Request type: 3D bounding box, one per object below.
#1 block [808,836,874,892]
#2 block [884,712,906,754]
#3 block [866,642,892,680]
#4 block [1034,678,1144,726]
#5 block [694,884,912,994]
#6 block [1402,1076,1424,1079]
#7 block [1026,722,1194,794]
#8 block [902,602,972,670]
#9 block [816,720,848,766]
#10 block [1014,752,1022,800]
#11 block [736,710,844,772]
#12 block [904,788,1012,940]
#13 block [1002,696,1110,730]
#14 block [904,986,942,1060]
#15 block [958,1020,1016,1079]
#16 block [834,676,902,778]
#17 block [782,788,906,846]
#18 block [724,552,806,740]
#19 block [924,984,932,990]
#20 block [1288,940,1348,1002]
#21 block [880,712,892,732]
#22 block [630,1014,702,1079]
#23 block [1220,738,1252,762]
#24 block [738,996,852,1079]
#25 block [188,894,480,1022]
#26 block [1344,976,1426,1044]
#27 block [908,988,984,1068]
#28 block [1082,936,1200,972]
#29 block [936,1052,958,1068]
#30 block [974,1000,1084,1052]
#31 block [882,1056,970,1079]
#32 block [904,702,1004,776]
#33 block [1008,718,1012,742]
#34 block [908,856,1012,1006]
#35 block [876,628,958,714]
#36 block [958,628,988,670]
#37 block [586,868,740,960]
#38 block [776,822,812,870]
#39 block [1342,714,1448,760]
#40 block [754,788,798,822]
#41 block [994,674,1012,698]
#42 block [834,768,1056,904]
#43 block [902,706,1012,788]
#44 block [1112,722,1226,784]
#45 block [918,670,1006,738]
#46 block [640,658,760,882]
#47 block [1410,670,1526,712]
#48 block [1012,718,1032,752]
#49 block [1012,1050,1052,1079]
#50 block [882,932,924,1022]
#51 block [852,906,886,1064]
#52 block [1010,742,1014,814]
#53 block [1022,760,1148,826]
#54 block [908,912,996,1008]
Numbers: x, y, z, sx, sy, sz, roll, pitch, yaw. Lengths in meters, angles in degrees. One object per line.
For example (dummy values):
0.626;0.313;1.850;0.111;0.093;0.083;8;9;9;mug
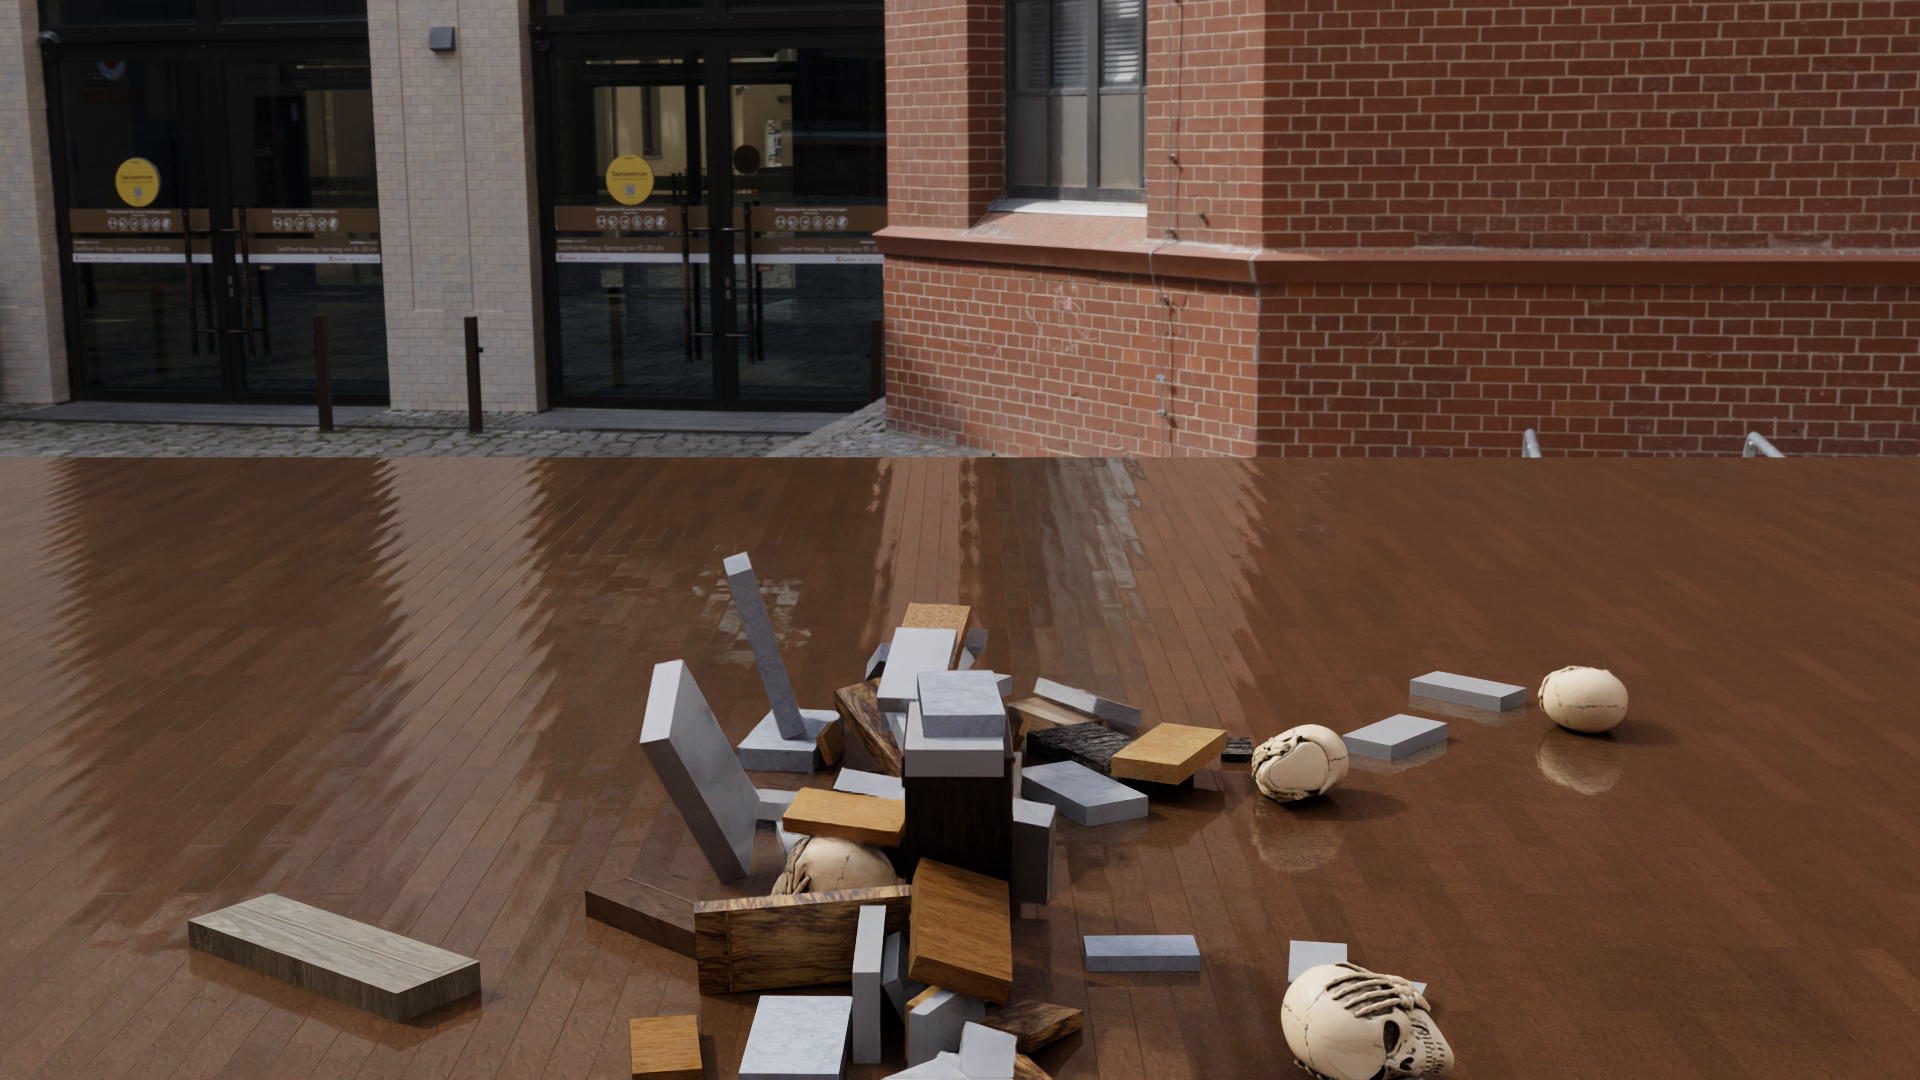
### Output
-0.193;0.518;3.587;0.095;0.190;0.027;1;45;3;block
-0.032;0.333;4.034;0.177;0.050;0.355;-3;16;-9;block
-0.113;0.262;4.553;0.135;0.038;0.281;8;-13;-7;block
0.274;0.347;4.730;0.122;0.035;0.244;18;-2;-29;block
-0.218;0.591;3.260;0.343;0.131;0.037;-4;17;-7;block
0.493;0.736;2.812;0.274;0.026;0.092;-4;11;-20;block
0.296;0.435;4.385;0.155;0.044;0.359;-6;12;-30;block
-0.058;0.204;4.223;0.122;0.035;0.244;3;31;10;block
-0.261;0.411;4.458;0.017;0.062;0.123;-20;7;12;block
0.017;0.485;3.813;0.177;0.050;0.355;0;28;2;block
-0.345;0.410;4.520;0.155;0.044;0.310;2;11;9;block
-0.001;0.497;3.296;0.157;0.315;0.045;0;20;2;block
0.205;0.381;4.707;0.114;0.032;0.229;-7;13;-34;block
-0.026;0.660;3.069;0.023;0.081;0.162;6;12;28;block
0.034;0.682;2.871;0.071;0.020;0.142;17;17;-1;block
-0.114;0.376;4.355;0.155;0.044;0.310;-15;35;-24;block
-0.177;0.440;3.498;0.190;0.027;0.095;6;25;13;block
-0.399;0.213;4.484;0.050;0.355;0.178;-18;13;-5;block
-0.039;0.655;3.279;0.046;0.013;0.092;-1;10;2;block
0.537;0.646;3.302;0.085;0.024;0.171;2;11;9;block
-0.082;0.312;4.293;0.136;0.039;0.273;0;13;0;block
-0.403;0.700;3.006;0.092;0.026;0.184;-2;11;-9;block
0.564;0.428;4.491;0.062;0.017;0.123;1;11;6;block
-0.222;0.693;3.013;0.131;0.037;0.263;0;11;1;block
-0.956;0.629;3.340;0.498;0.044;0.154;8;13;36;block
0.612;0.673;3.157;0.085;0.024;0.171;4;11;21;block
-0.017;0.664;3.031;0.025;0.087;0.175;8;13;27;block
0.277;0.633;3.371;0.171;0.024;0.086;0;11;-1;block
-0.011;0.708;2.843;0.071;0.020;0.142;7;15;14;block
0.095;0.676;3.062;0.087;0.025;0.175;6;2;27;block
0.001;0.730;2.674;0.138;0.039;0.275;-12;24;-34;block
-0.008;0.288;3.198;0.138;0.039;0.275;0;10;0;block
0.009;0.443;4.003;0.177;0.050;0.355;0;30;-2;block
0.001;0.555;3.143;0.138;0.039;0.275;17;20;-6;block
-0.078;0.242;4.094;0.117;0.033;0.233;2;31;8;block
-0.027;0.221;4.495;0.122;0.035;0.337;9;-13;-5;block
-0.442;0.597;3.510;0.309;0.044;0.154;10;14;43;block
-0.267;0.537;3.883;0.095;0.027;0.193;-2;11;-11;block
0.902;0.408;4.559;0.114;0.032;0.229;9;14;41;block
-0.335;0.487;4.041;0.233;0.033;0.117;0;3;32;block
-0.022;0.331;4.734;0.141;0.040;0.282;7;12;32;block
-0.026;0.483;3.580;0.356;0.178;0.050;9;38;11;block
-0.004;0.309;3.320;0.157;0.045;0.315;0;10;0;block
0.408;0.414;4.273;0.135;0.038;0.271;5;12;26;block
-0.001;0.241;3.259;0.117;0.033;0.278;0;10;-3;block
-0.431;0.388;3.674;0.050;0.356;0.178;-12;40;13;block
1.140;0.338;4.935;0.229;0.032;0.114;10;14;42;block
0.118;0.408;4.479;0.017;0.062;0.123;28;13;2;block
0.069;0.719;2.907;0.087;0.025;0.175;-4;11;-23;block
-0.081;0.635;3.172;0.023;0.081;0.162;-25;13;6;block
-0.127;0.626;3.117;0.037;0.131;0.263;0;11;0;block
0.002;0.467;3.467;0.157;0.315;0.045;0;26;-3;block
0.224;0.478;4.166;0.135;0.038;0.271;-6;12;-28;block
-0.008;0.609;3.209;0.081;0.023;0.162;-6;57;-31;block
